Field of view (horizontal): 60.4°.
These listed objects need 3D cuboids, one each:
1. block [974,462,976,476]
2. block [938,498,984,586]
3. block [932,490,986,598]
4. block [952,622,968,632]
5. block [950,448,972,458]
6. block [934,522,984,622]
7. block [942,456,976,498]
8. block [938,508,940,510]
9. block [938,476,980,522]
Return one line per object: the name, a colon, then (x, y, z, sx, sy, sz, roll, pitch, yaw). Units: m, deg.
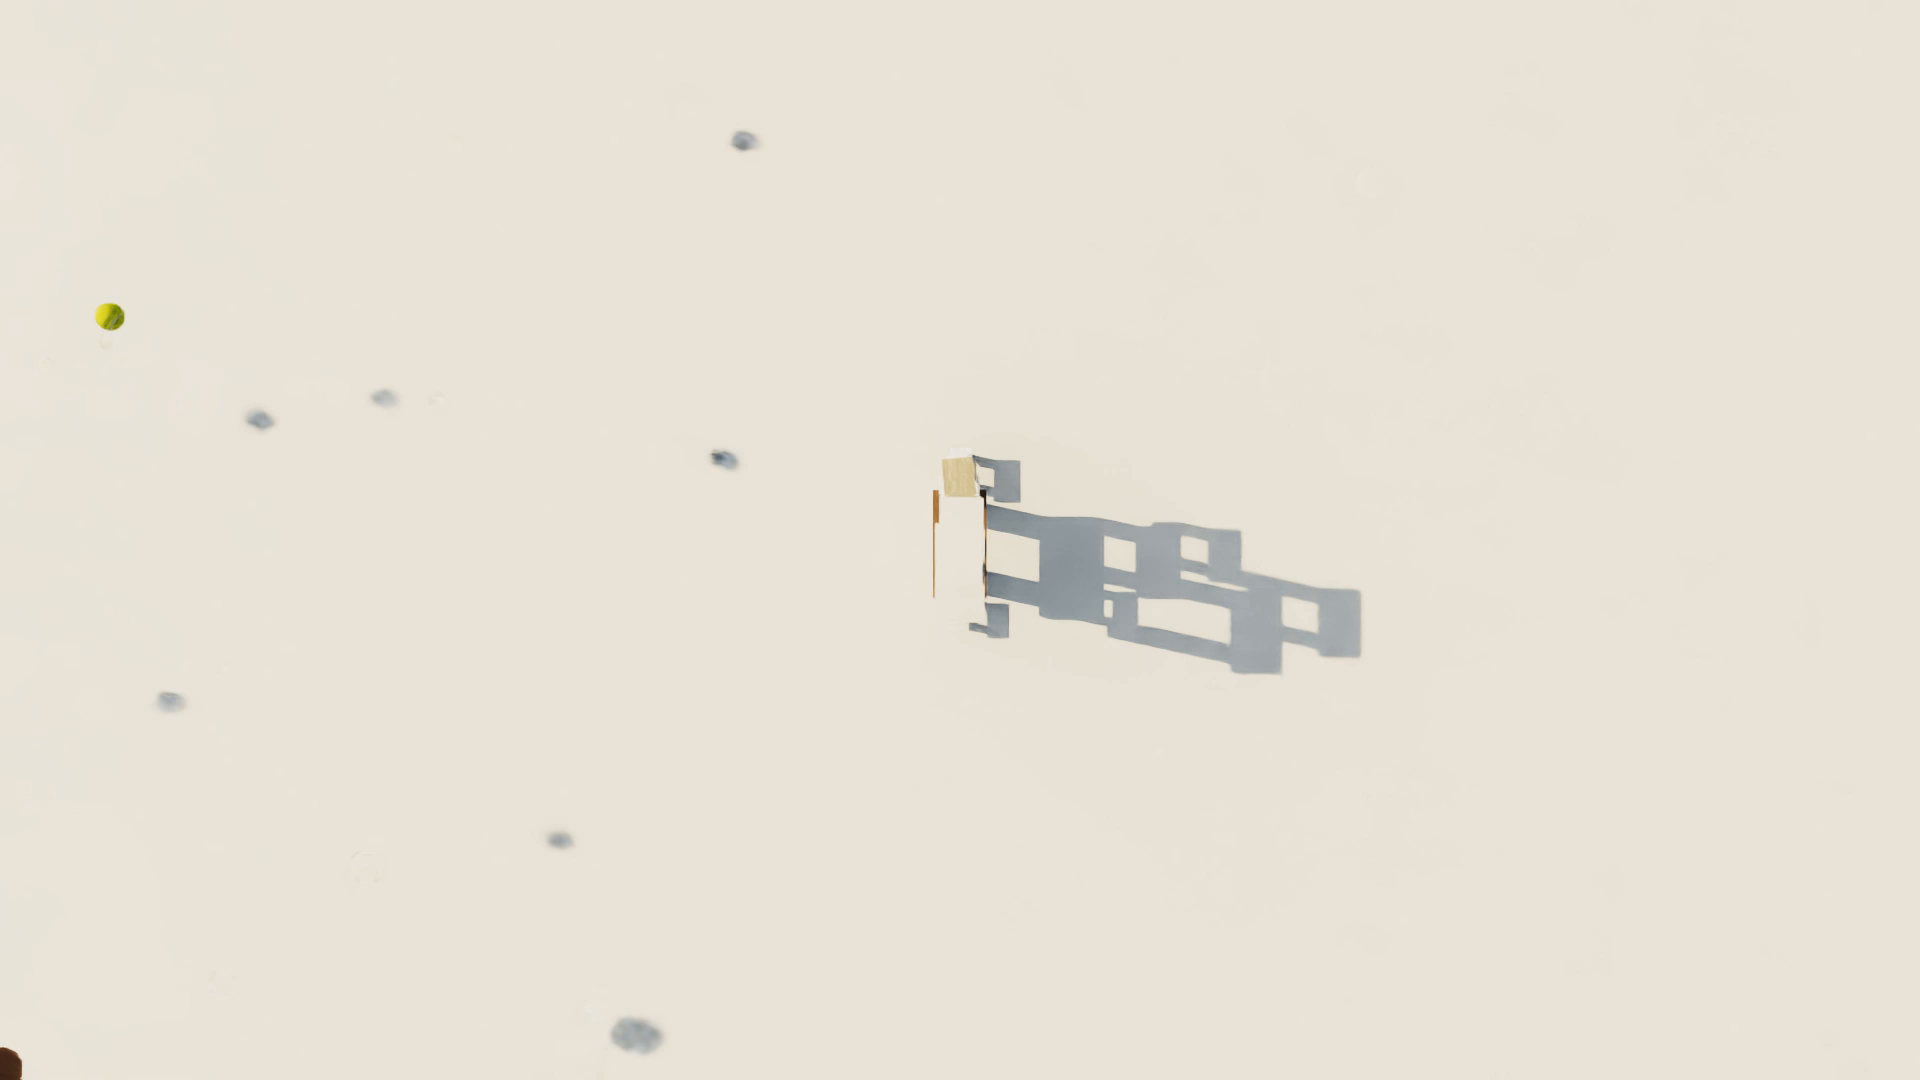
block: (0.003, -0.202, 4.760, 0.088, 0.176, 0.025, 0, 87, 0)
block: (0.003, 0.003, 4.289, 0.114, 0.032, 0.228, 1, 91, 1)
block: (-0.001, 0.012, 5.141, 0.167, 0.047, 0.335, 0, 90, 0)
block: (0.000, 0.242, 5.378, 0.057, 0.016, 0.114, 0, 90, 0)
block: (0.003, -0.230, 5.352, 0.069, 0.020, 0.139, 0, 90, 0)
block: (-0.001, 0.090, 4.554, 0.137, 0.039, 0.274, 0, 90, 0)
block: (-0.001, -0.144, 4.658, 0.088, 0.025, 0.176, -5, 90, -1)
block: (0.006, -0.076, 4.474, 0.114, 0.339, 0.032, -3, 91, 1)
block: (-0.003, -0.070, 4.864, 0.118, 0.034, 0.237, 0, 90, 0)
